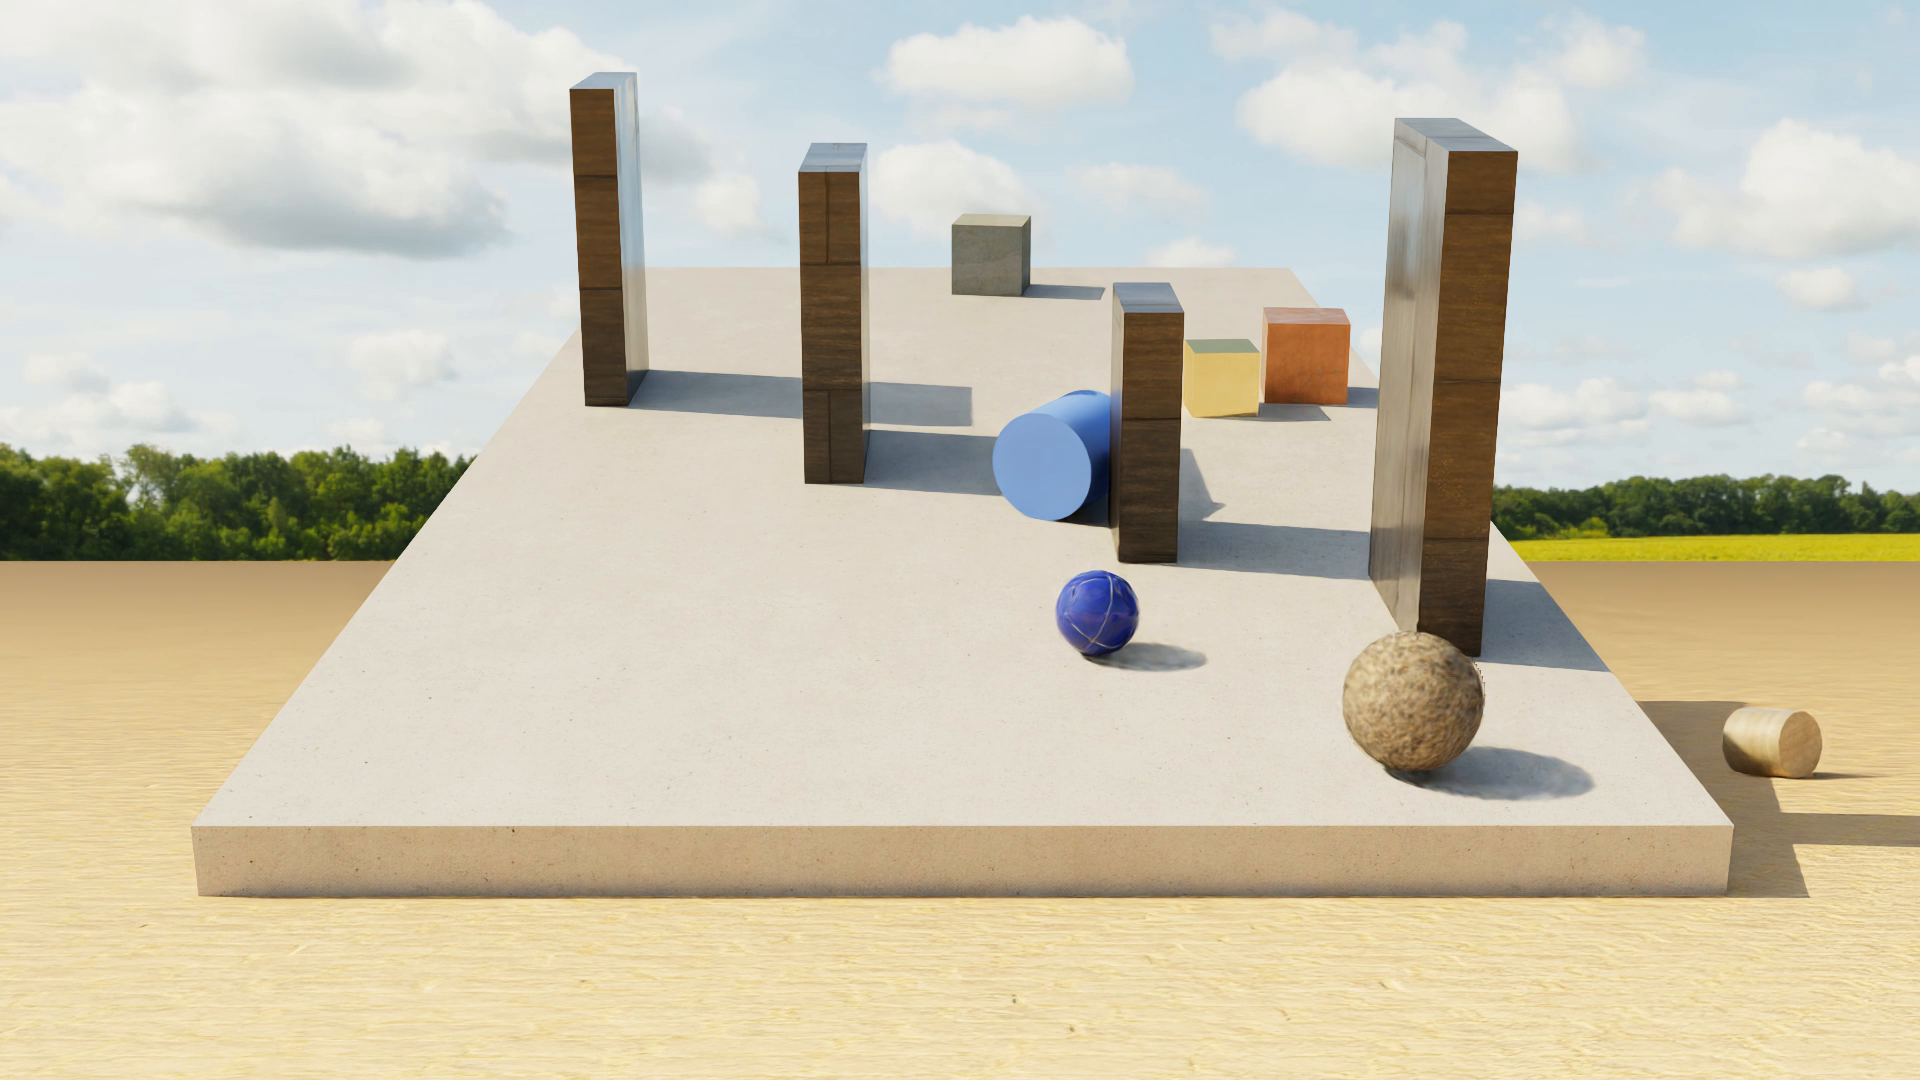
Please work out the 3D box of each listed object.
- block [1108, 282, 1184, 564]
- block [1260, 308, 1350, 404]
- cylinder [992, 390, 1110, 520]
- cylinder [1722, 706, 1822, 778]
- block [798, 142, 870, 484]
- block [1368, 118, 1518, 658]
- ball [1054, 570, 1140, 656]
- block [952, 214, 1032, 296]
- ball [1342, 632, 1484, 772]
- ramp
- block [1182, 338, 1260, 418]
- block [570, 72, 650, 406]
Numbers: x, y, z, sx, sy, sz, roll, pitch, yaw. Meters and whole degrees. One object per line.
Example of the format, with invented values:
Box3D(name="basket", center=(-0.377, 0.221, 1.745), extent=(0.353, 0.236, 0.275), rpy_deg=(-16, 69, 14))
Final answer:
Box3D(name="block", center=(0.332, -0.215, 4.008), extent=(0.104, 0.450, 0.277), rpy_deg=(0, 17, 0))
Box3D(name="block", center=(0.793, -0.425, 5.126), extent=(0.185, 0.185, 0.185), rpy_deg=(1, 17, 4))
Box3D(name="cylinder", center=(0.203, -0.164, 4.250), extent=(0.208, 0.208, 0.208), rpy_deg=(0, 15, 31))
Box3D(name="cylinder", center=(1.638, 0.408, 4.493), extent=(0.135, 0.135, 0.135), rpy_deg=(0, 0, -33))
Box3D(name="block", center=(-0.251, -0.471, 4.544), extent=(0.117, 0.618, 0.433), rpy_deg=(0, 17, 0))
Box3D(name="block", center=(0.764, -0.254, 3.568), extent=(0.102, 0.787, 0.416), rpy_deg=(0, 17, 0))
Box3D(name="ball", center=(0.215, 0.114, 3.483), extent=(0.134, 0.134, 0.134), rpy_deg=(0, 0, 0))
Box3D(name="block", center=(0.090, -0.813, 6.343), extent=(0.199, 0.199, 0.199), rpy_deg=(3, 18, 9))
Box3D(name="ball", center=(0.619, 0.220, 3.047), extent=(0.191, 0.191, 0.191), rpy_deg=(0, 0, 0))
Box3D(name="ramp", center=(-0.003, -0.178, 4.810), extent=(2.000, 0.100, 4.000), rpy_deg=(0, 17, 0))
Box3D(name="block", center=(0.585, -0.364, 4.994), extent=(0.146, 0.146, 0.146), rpy_deg=(-1, 17, -3))
Box3D(name="block", center=(-0.800, -0.696, 5.110), extent=(0.097, 0.708, 0.374), rpy_deg=(0, 17, 0))
